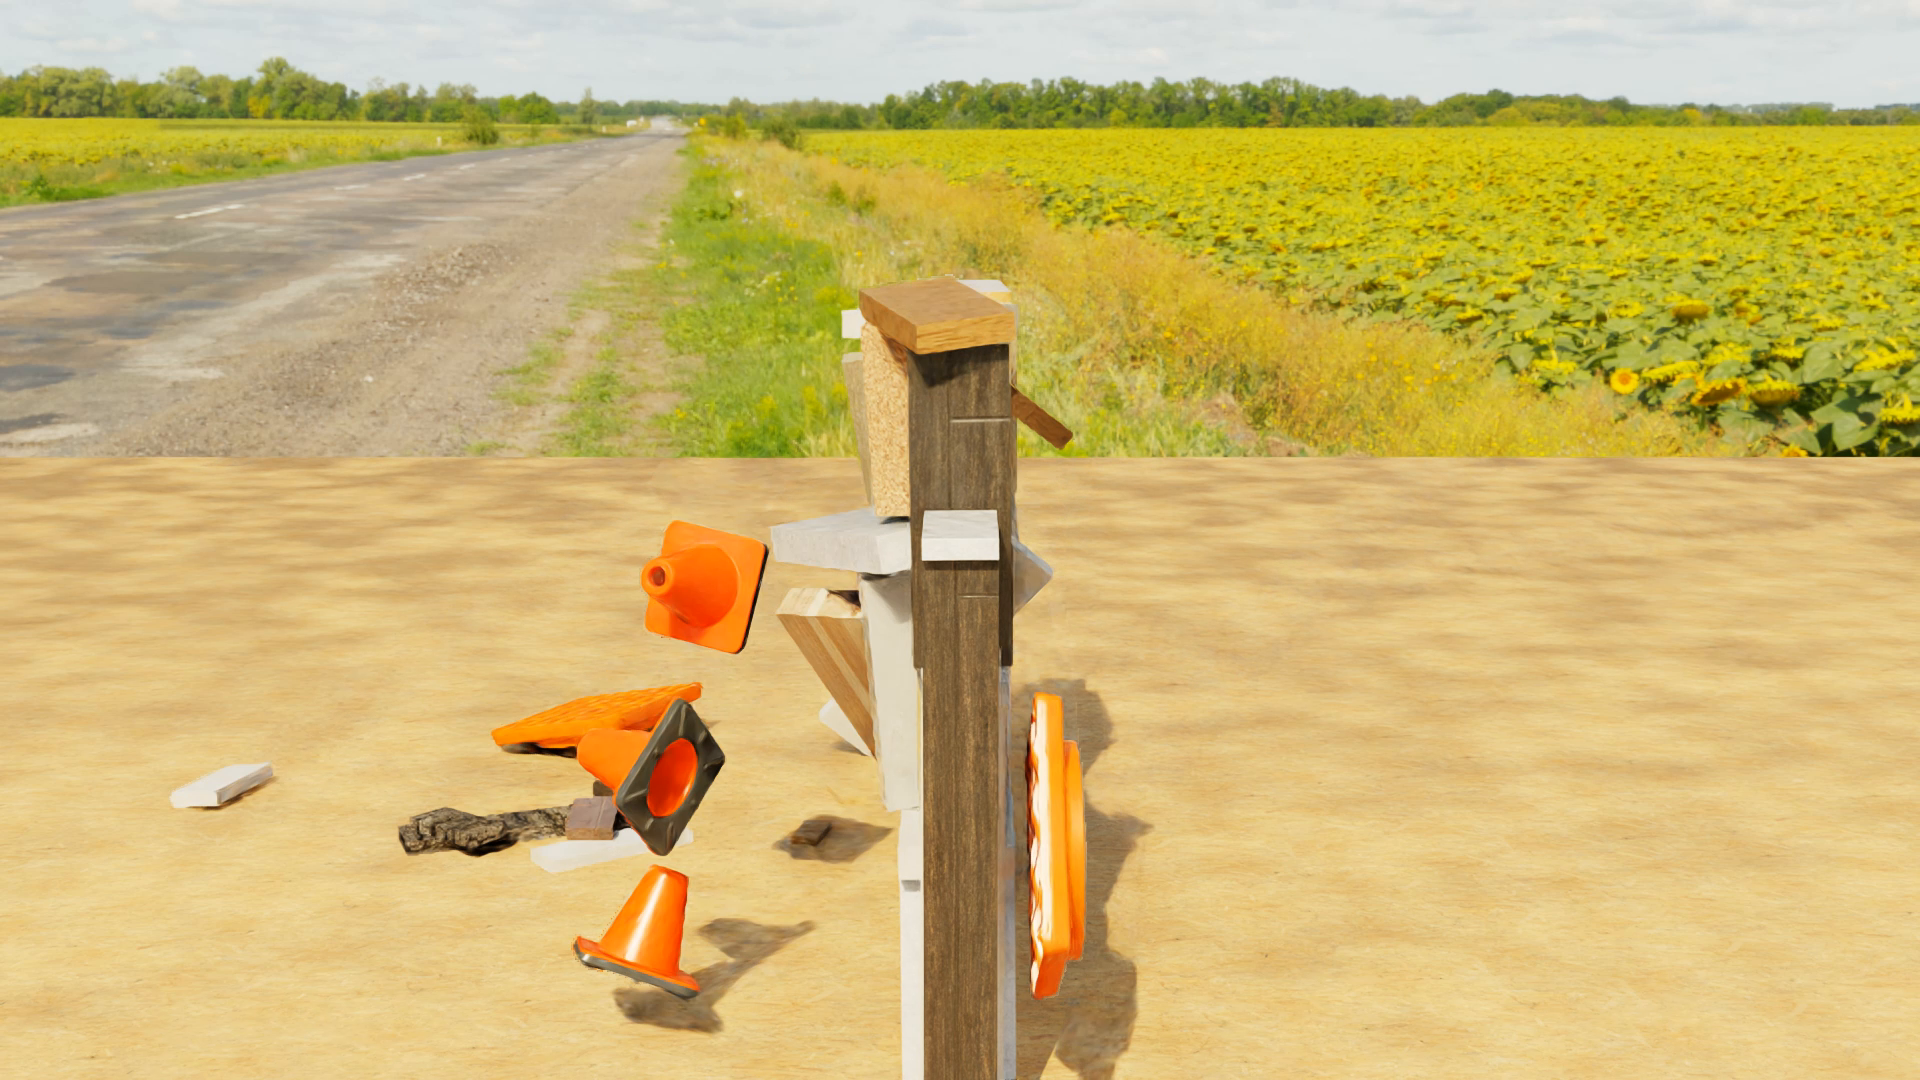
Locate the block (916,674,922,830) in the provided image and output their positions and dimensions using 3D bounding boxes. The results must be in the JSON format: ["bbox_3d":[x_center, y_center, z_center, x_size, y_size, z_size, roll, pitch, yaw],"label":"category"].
[{"bbox_3d":[-0.003,0.275,2.891,0.106,0.211,0.030,-1,13,-2],"label":"block"}]

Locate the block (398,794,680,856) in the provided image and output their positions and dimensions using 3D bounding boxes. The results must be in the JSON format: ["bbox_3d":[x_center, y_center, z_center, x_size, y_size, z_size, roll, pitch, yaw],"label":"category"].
[{"bbox_3d":[-0.761,0.516,3.994,0.494,0.027,0.097,-5,11,-23],"label":"block"}]

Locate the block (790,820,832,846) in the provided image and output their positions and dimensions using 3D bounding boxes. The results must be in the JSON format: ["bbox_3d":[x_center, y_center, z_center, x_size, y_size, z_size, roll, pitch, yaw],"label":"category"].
[{"bbox_3d":[-0.268,0.528,3.967,0.050,0.014,0.099,2,11,12],"label":"block"}]

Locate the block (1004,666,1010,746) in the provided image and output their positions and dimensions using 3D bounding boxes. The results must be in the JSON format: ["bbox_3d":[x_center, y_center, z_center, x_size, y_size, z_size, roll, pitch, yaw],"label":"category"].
[{"bbox_3d":[-0.003,0.160,3.486,0.165,0.330,0.047,0,10,0],"label":"block"}]

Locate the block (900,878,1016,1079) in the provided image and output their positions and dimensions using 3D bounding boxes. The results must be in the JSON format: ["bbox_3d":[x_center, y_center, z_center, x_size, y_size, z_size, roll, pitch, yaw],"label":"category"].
[{"bbox_3d":[-0.002,0.576,2.914,0.151,0.301,0.043,0,12,0],"label":"block"}]

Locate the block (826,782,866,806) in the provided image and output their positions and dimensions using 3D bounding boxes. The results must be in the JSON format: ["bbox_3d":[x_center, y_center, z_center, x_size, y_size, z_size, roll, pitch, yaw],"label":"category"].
[{"bbox_3d":[-0.217,0.484,4.200,0.050,0.014,0.099,-4,11,-20],"label":"block"}]

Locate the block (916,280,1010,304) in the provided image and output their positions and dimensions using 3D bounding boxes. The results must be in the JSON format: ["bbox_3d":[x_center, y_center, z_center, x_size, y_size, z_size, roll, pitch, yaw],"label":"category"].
[{"bbox_3d":[0.002,-0.403,3.659,0.144,0.041,0.287,-1,11,-3],"label":"block"}]

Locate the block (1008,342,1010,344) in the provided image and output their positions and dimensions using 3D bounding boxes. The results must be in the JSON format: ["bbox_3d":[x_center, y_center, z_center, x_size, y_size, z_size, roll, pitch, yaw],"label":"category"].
[{"bbox_3d":[0.006,-0.198,3.484,0.139,0.278,0.039,-1,17,-6],"label":"block"}]

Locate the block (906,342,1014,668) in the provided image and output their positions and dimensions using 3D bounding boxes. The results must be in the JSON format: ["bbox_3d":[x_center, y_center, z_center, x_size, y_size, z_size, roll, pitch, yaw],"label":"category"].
[{"bbox_3d":[0.000,-0.042,2.747,0.126,0.404,0.036,-1,9,-4],"label":"block"}]

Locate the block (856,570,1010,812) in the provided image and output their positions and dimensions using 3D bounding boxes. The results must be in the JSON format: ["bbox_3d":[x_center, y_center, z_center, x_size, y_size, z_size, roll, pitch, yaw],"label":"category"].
[{"bbox_3d":[-0.033,0.188,2.950,0.173,0.346,0.049,-10,24,-12],"label":"block"}]

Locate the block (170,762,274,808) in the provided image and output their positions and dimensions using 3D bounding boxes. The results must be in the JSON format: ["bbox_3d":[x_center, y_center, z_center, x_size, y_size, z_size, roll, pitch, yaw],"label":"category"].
[{"bbox_3d":[-1.411,0.469,4.211,0.097,0.027,0.193,-5,9,15],"label":"block"}]

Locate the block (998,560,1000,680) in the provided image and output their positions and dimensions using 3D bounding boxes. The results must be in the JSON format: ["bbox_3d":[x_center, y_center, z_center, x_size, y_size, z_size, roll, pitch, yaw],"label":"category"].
[{"bbox_3d":[0.003,0.083,2.693,0.089,0.178,0.025,-1,8,-2],"label":"block"}]

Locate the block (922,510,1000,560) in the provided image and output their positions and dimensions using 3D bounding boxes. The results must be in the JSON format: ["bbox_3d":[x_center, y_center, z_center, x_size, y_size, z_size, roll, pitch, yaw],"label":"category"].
[{"bbox_3d":[0.001,-0.007,2.621,0.089,0.025,0.178,-1,11,0],"label":"block"}]

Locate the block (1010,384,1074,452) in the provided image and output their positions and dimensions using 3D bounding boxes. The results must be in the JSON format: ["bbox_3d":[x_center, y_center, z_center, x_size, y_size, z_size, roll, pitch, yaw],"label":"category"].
[{"bbox_3d":[0.071,-0.186,2.927,0.103,0.029,0.206,41,5,27],"label":"block"}]

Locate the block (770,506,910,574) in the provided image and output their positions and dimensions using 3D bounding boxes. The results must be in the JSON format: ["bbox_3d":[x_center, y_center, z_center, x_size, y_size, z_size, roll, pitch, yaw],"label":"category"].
[{"bbox_3d":[-0.107,-0.003,2.963,0.173,0.049,0.346,-12,8,-27],"label":"block"}]

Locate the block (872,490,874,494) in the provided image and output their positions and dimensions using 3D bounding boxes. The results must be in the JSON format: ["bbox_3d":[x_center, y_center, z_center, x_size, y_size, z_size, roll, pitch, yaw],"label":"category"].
[{"bbox_3d":[-0.070,-0.091,2.971,0.051,0.103,0.015,38,15,8],"label":"block"}]

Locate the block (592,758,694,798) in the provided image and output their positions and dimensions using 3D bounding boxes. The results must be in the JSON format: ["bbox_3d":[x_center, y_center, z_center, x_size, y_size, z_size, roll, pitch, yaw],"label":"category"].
[{"bbox_3d":[-0.612,0.465,4.265,0.097,0.027,0.194,6,12,29],"label":"block"}]

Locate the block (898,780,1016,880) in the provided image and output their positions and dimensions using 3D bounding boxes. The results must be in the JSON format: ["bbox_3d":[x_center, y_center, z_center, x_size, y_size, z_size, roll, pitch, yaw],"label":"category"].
[{"bbox_3d":[-0.004,0.389,2.978,0.151,0.043,0.301,0,11,0],"label":"block"}]

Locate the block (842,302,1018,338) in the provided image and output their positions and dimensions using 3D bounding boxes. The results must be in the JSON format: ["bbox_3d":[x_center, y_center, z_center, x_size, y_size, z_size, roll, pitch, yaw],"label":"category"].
[{"bbox_3d":[-0.042,-0.333,3.326,0.139,0.039,0.278,6,12,31],"label":"block"}]

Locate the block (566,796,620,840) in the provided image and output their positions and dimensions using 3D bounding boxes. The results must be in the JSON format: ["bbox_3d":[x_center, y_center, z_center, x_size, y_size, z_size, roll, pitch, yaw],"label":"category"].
[{"bbox_3d":[-0.658,0.500,3.948,0.082,0.023,0.164,0,12,-4],"label":"block"}]

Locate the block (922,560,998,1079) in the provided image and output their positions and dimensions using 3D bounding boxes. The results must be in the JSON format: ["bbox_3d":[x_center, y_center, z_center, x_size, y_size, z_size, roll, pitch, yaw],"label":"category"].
[{"bbox_3d":[0.001,0.394,2.635,0.089,0.764,0.025,0,11,0],"label":"block"}]

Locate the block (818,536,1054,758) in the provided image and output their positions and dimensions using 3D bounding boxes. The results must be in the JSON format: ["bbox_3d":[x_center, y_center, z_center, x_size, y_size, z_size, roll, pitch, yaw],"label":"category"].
[{"bbox_3d":[-0.051,0.208,4.366,0.134,0.558,0.038,38,22,-16],"label":"block"}]

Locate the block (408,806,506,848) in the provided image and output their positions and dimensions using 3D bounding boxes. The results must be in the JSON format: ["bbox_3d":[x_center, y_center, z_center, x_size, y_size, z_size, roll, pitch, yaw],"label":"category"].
[{"bbox_3d":[-0.891,0.508,3.895,0.164,0.023,0.082,8,13,37],"label":"block"}]

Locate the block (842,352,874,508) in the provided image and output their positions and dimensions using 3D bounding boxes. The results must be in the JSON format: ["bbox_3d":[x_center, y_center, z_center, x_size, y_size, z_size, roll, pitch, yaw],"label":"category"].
[{"bbox_3d":[-0.064,-0.053,3.285,0.139,0.488,0.039,-8,23,3],"label":"block"}]

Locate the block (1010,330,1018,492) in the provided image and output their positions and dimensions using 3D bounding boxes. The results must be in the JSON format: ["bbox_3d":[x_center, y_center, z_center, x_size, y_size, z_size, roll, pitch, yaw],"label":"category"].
[{"bbox_3d":[0.019,-0.220,3.582,0.144,0.289,0.041,-3,11,-14],"label":"block"}]

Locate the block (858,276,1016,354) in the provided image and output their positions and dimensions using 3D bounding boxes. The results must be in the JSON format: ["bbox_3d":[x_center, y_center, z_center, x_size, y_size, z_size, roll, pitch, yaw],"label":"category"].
[{"bbox_3d":[-0.032,-0.285,2.772,0.126,0.036,0.251,-10,19,-16],"label":"block"}]

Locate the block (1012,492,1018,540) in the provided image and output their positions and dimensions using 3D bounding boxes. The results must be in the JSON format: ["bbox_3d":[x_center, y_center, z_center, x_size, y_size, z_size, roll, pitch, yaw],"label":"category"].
[{"bbox_3d":[0.038,-0.085,4.240,0.134,0.267,0.038,-8,35,-4],"label":"block"}]

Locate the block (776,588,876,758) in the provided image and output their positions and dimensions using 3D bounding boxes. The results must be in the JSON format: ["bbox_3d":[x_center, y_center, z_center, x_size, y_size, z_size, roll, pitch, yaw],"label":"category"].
[{"bbox_3d":[-0.089,0.228,3.110,0.173,0.415,0.049,2,48,36],"label":"block"}]

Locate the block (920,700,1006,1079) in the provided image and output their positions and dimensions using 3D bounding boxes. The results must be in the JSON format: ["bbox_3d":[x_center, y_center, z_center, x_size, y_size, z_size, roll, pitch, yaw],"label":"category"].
[{"bbox_3d":[0.003,0.471,2.787,0.106,0.556,0.030,0,11,0],"label":"block"}]

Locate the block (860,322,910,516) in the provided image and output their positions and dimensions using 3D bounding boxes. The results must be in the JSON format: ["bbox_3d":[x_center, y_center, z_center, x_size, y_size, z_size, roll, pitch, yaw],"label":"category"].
[{"bbox_3d":[-0.055,-0.158,2.853,0.126,0.251,0.036,0,16,13],"label":"block"}]

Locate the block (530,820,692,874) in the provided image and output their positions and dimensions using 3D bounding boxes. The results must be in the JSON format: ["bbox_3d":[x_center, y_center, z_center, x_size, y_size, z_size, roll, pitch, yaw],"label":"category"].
[{"bbox_3d":[-0.613,0.539,3.878,0.277,0.023,0.082,-8,13,-37],"label":"block"}]

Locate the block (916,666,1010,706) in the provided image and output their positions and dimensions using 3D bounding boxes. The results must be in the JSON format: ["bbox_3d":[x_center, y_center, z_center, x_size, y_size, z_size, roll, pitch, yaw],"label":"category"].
[{"bbox_3d":[0.001,0.170,2.796,0.106,0.030,0.212,-1,11,-4],"label":"block"}]
